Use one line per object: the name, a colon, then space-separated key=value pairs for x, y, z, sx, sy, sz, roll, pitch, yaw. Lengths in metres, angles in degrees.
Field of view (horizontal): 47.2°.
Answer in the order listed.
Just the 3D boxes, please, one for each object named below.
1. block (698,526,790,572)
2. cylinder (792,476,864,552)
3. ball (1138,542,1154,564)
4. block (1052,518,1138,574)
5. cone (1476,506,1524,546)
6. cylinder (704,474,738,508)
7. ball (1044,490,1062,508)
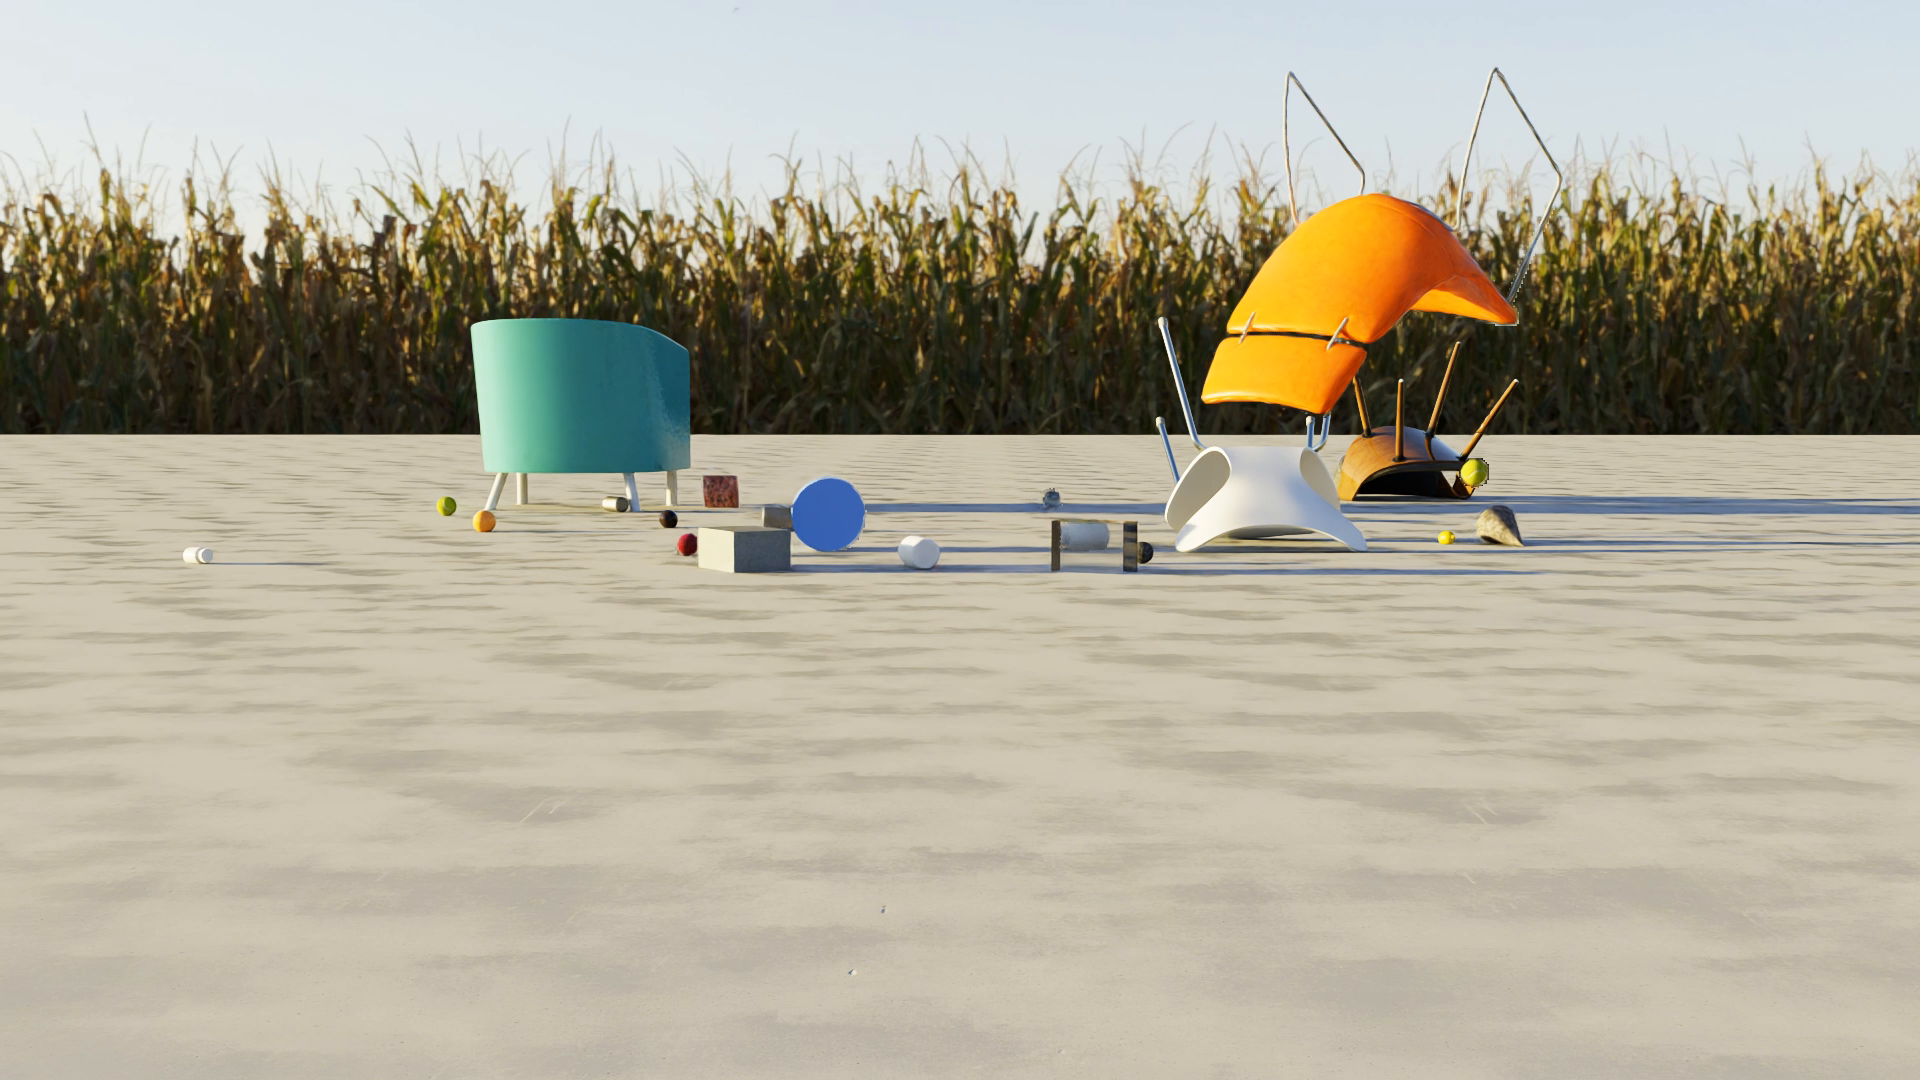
block: x=-0.540 y=0.021 z=5.502 sx=0.155 sy=0.100 sz=0.211 roll=-2 pitch=5 yaw=-30
cylinder: x=-0.373 y=-0.074 z=6.168 sx=0.196 sy=0.204 sz=0.201 roll=42 pitch=0 yaw=-6
ball: x=0.470 y=0.032 z=5.661 sx=0.057 sy=0.057 sz=0.057 roll=0 pitch=4 yaw=0
block: x=0.330 y=0.016 z=5.401 sx=0.194 sy=0.125 sz=0.085 roll=2 pitch=4 yaw=29
cone: x=1.585 y=-0.014 z=6.341 sx=0.144 sy=0.120 sz=0.136 roll=19 pitch=19 yaw=-34
cylinder: x=-0.901 y=-0.183 z=8.296 sx=0.117 sy=0.104 sz=0.167 roll=0 pitch=-29 yaw=1
ball: x=0.349 y=-0.153 z=8.285 sx=0.067 sy=0.067 sz=0.067 roll=0 pitch=4 yaw=0
